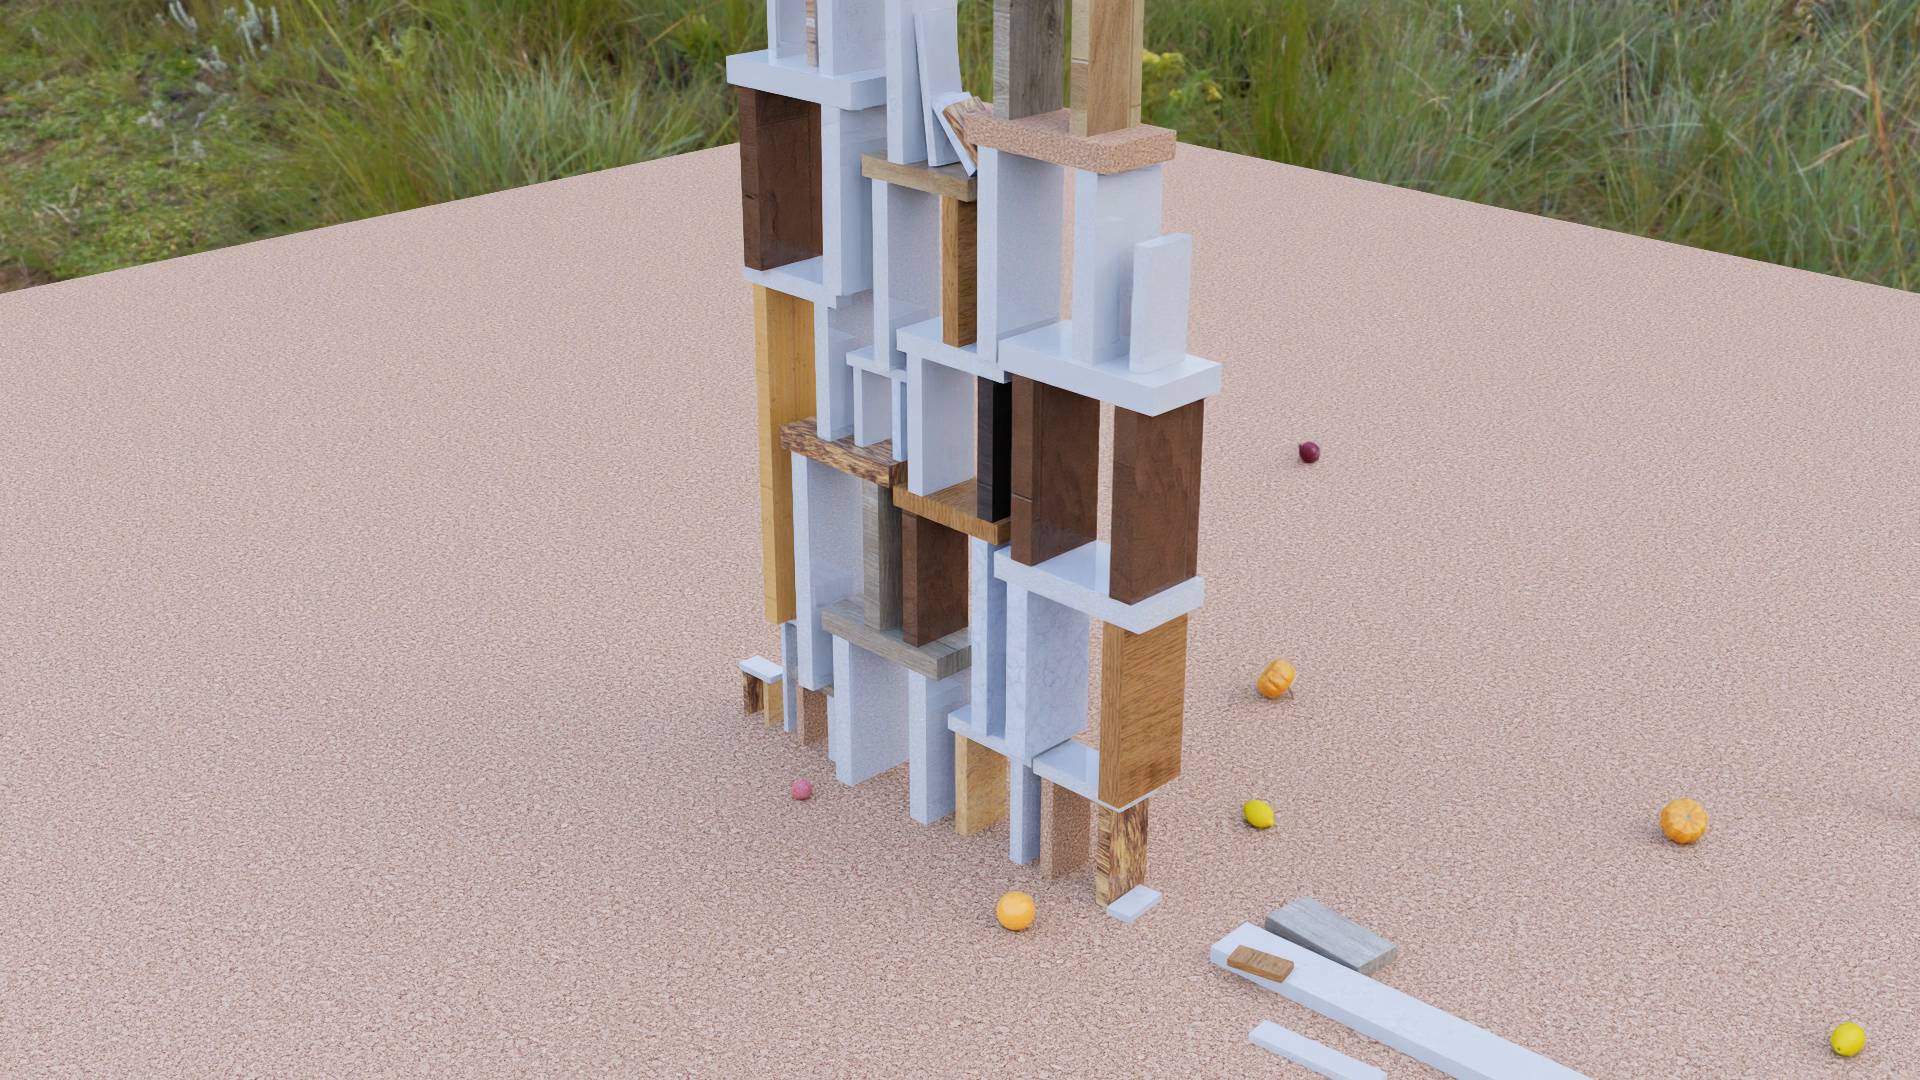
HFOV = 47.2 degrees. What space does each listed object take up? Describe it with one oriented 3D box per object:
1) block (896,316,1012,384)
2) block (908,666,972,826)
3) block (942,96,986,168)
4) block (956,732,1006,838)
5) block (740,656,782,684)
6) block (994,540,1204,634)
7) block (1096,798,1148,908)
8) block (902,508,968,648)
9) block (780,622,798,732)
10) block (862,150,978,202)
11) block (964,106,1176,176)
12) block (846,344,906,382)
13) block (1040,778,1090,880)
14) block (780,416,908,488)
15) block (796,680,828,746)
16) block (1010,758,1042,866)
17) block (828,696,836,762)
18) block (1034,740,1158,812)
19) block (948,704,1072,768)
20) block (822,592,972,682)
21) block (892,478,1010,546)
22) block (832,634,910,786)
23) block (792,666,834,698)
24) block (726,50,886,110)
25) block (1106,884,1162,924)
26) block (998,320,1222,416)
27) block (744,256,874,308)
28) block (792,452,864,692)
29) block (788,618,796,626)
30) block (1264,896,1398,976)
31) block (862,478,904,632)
[{"bbox_3d":[0.029,-0.353,4.039,0.276,0.039,0.138,21,31,41],"label":"block"},{"bbox_3d":[-0.025,0.389,4.416,0.047,0.334,0.167,21,31,41],"label":"block"},{"bbox_3d":[0.039,-0.704,3.867,0.076,0.152,0.022,-26,-9,-39],"label":"block"},{"bbox_3d":[0.042,0.468,4.371,0.112,0.224,0.032,-21,31,-41],"label":"block"},{"bbox_3d":[-0.428,0.283,4.805,0.105,0.015,0.053,21,31,41],"label":"block"},{"bbox_3d":[0.249,0.069,3.982,0.351,0.050,0.176,21,31,41],"label":"block"},{"bbox_3d":[0.305,0.574,4.132,0.108,0.215,0.030,-21,31,-40],"label":"block"},{"bbox_3d":[-0.047,0.056,4.293,0.140,0.281,0.040,-21,31,-41],"label":"block"},{"bbox_3d":[-0.360,0.287,4.742,0.047,0.268,0.013,-21,31,-41],"label":"block"},{"bbox_3d":[-0.035,-0.667,3.978,0.137,0.039,0.274,-21,31,-40],"label":"block"},{"bbox_3d":[0.184,-0.685,3.732,0.168,0.048,0.336,-20,30,-40],"label":"block"},{"bbox_3d":[-0.132,-0.339,4.215,0.163,0.023,0.081,20,30,39],"label":"block"},{"bbox_3d":[0.203,0.535,4.224,0.030,0.215,0.108,21,31,41],"label":"block"},{"bbox_3d":[-0.192,-0.185,4.354,0.158,0.045,0.316,-21,31,-40],"label":"block"},{"bbox_3d":[-0.314,0.359,4.719,0.076,0.153,0.022,-21,31,-40],"label":"block"},{"bbox_3d":[0.148,0.509,4.274,0.112,0.224,0.032,-21,31,-41],"label":"block"},{"bbox_3d":[-0.243,0.387,4.654,0.076,0.153,0.022,-21,30,-40],"label":"block"},{"bbox_3d":[0.253,0.442,4.129,0.215,0.030,0.108,21,31,40],"label":"block"},{"bbox_3d":[0.095,0.371,4.272,0.112,0.032,0.224,-21,31,-41],"label":"block"},{"bbox_3d":[-0.104,0.183,4.414,0.334,0.047,0.167,21,31,41],"label":"block"},{"bbox_3d":[0.020,-0.066,4.170,0.140,0.040,0.281,-21,31,-40],"label":"block"},{"bbox_3d":[-0.182,0.328,4.560,0.047,0.334,0.167,21,31,41],"label":"block"},{"bbox_3d":[-0.277,0.293,4.651,0.076,0.022,0.153,-21,31,-40],"label":"block"},{"bbox_3d":[-0.257,-0.872,4.135,0.178,0.050,0.355,-21,31,-40],"label":"block"},{"bbox_3d":[0.328,0.683,4.132,0.053,0.015,0.105,18,29,36],"label":"block"},{"bbox_3d":[0.257,-0.302,3.813,0.356,0.050,0.178,21,31,41],"label":"block"},{"bbox_3d":[-0.283,-0.516,4.320,0.138,0.039,0.276,-21,31,-40],"label":"block"},{"bbox_3d":[-0.266,0.046,4.536,0.045,0.522,0.158,21,31,40],"label":"block"},{"bbox_3d":[-0.338,0.166,4.666,0.047,0.013,0.094,-21,31,-40],"label":"block"},{"bbox_3d":[0.675,0.726,4.010,0.110,0.031,0.220,-18,29,-36],"label":"block"},{"bbox_3d":[-0.118,0.010,4.356,0.158,0.316,0.045,-21,31,-41],"label":"block"}]
